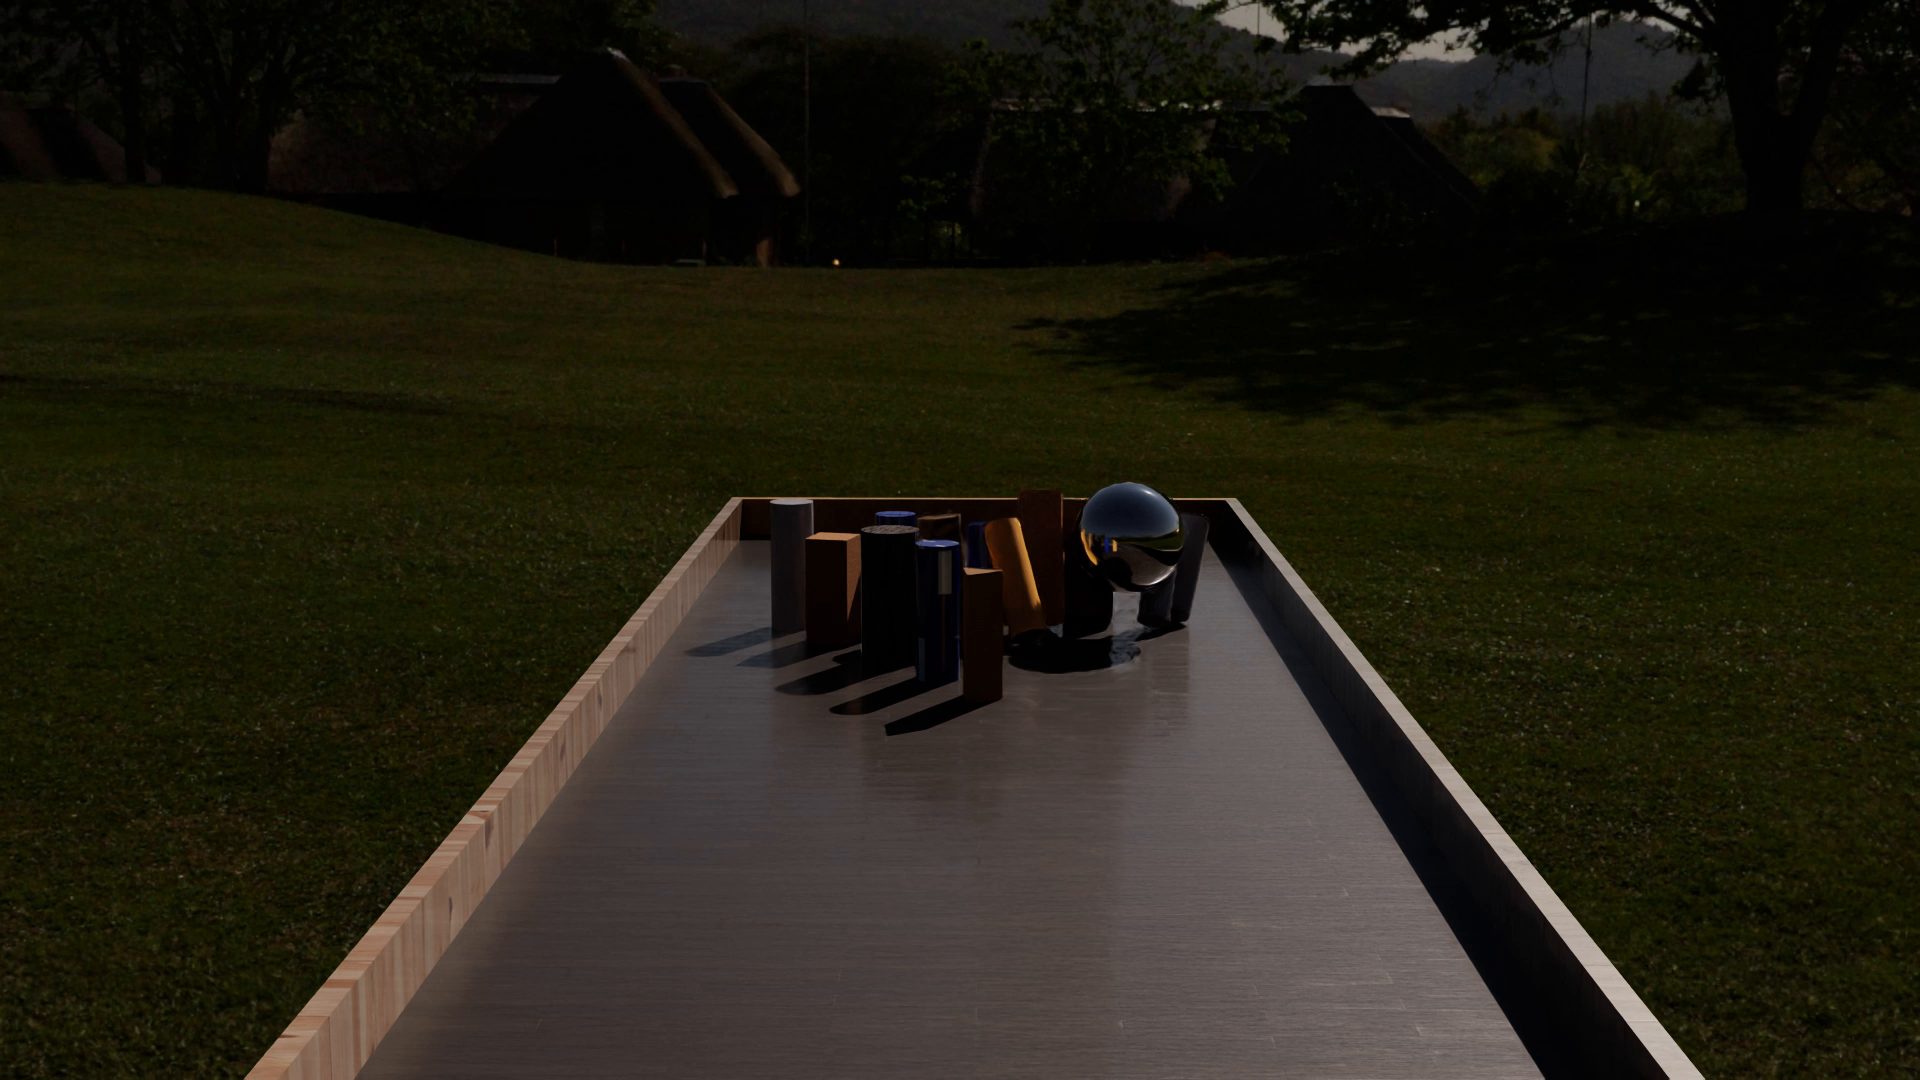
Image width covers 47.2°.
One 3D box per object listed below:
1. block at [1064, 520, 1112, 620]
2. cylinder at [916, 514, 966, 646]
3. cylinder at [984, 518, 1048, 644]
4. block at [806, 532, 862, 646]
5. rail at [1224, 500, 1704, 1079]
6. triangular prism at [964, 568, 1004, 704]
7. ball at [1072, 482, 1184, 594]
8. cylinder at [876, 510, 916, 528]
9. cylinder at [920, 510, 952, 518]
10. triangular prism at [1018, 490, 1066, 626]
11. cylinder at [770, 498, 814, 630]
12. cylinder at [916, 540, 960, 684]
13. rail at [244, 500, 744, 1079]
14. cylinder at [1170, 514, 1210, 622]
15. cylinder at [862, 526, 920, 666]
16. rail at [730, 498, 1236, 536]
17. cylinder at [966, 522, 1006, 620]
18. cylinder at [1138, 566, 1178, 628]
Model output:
[{"bbox_3d":[0.424,0.100,7.278,0.162,0.311,0.162,1,-7,4],"label":"block"},{"bbox_3d":[-0.048,0.128,6.869,0.137,0.404,0.137,-5,6,1],"label":"cylinder"},{"bbox_3d":[0.176,0.128,6.967,0.118,0.389,0.118,-12,-23,-5],"label":"cylinder"},{"bbox_3d":[-0.400,0.154,6.962,0.137,0.336,0.137,3,9,16],"label":"block"},{"bbox_3d":[1.046,0.843,3.208,0.050,0.150,12.000,0,9,1],"label":"rail"},{"bbox_3d":[0.041,0.265,6.171,0.121,0.366,0.105,-6,11,-35],"label":"triangular prism"},{"bbox_3d":[0.538,-0.007,7.028,0.358,0.358,0.358,0,9,0],"label":"ball"},{"bbox_3d":[-0.211,0.097,7.218,0.131,0.370,0.131,0,9,0],"label":"cylinder"},{"bbox_3d":[-0.054,0.084,7.307,0.105,0.353,0.105,-10,0,0],"label":"cylinder"},{"bbox_3d":[0.267,0.060,7.183,0.139,0.436,0.121,-2,-5,0],"label":"triangular prism"},{"bbox_3d":[-0.548,0.079,7.188,0.141,0.414,0.141,0,9,0],"label":"cylinder"},{"bbox_3d":[-0.065,0.208,6.418,0.129,0.401,0.129,0,9,0],"label":"cylinder"},{"bbox_3d":[-1.004,0.839,3.234,0.050,0.150,12.000,0,9,1],"label":"rail"},{"bbox_3d":[0.735,0.091,7.306,0.125,0.343,0.125,13,-22,5],"label":"cylinder"},{"bbox_3d":[-0.211,0.166,6.678,0.177,0.401,0.177,0,9,0],"label":"cylinder"},{"bbox_3d":[0.099,-0.098,9.147,2.100,0.150,0.050,0,9,1],"label":"rail"},{"bbox_3d":[0.101,0.102,7.301,0.154,0.320,0.154,-3,4,0],"label":"cylinder"},{"bbox_3d":[0.653,0.116,7.189,0.106,0.329,0.106,8,-24,4],"label":"cylinder"}]
